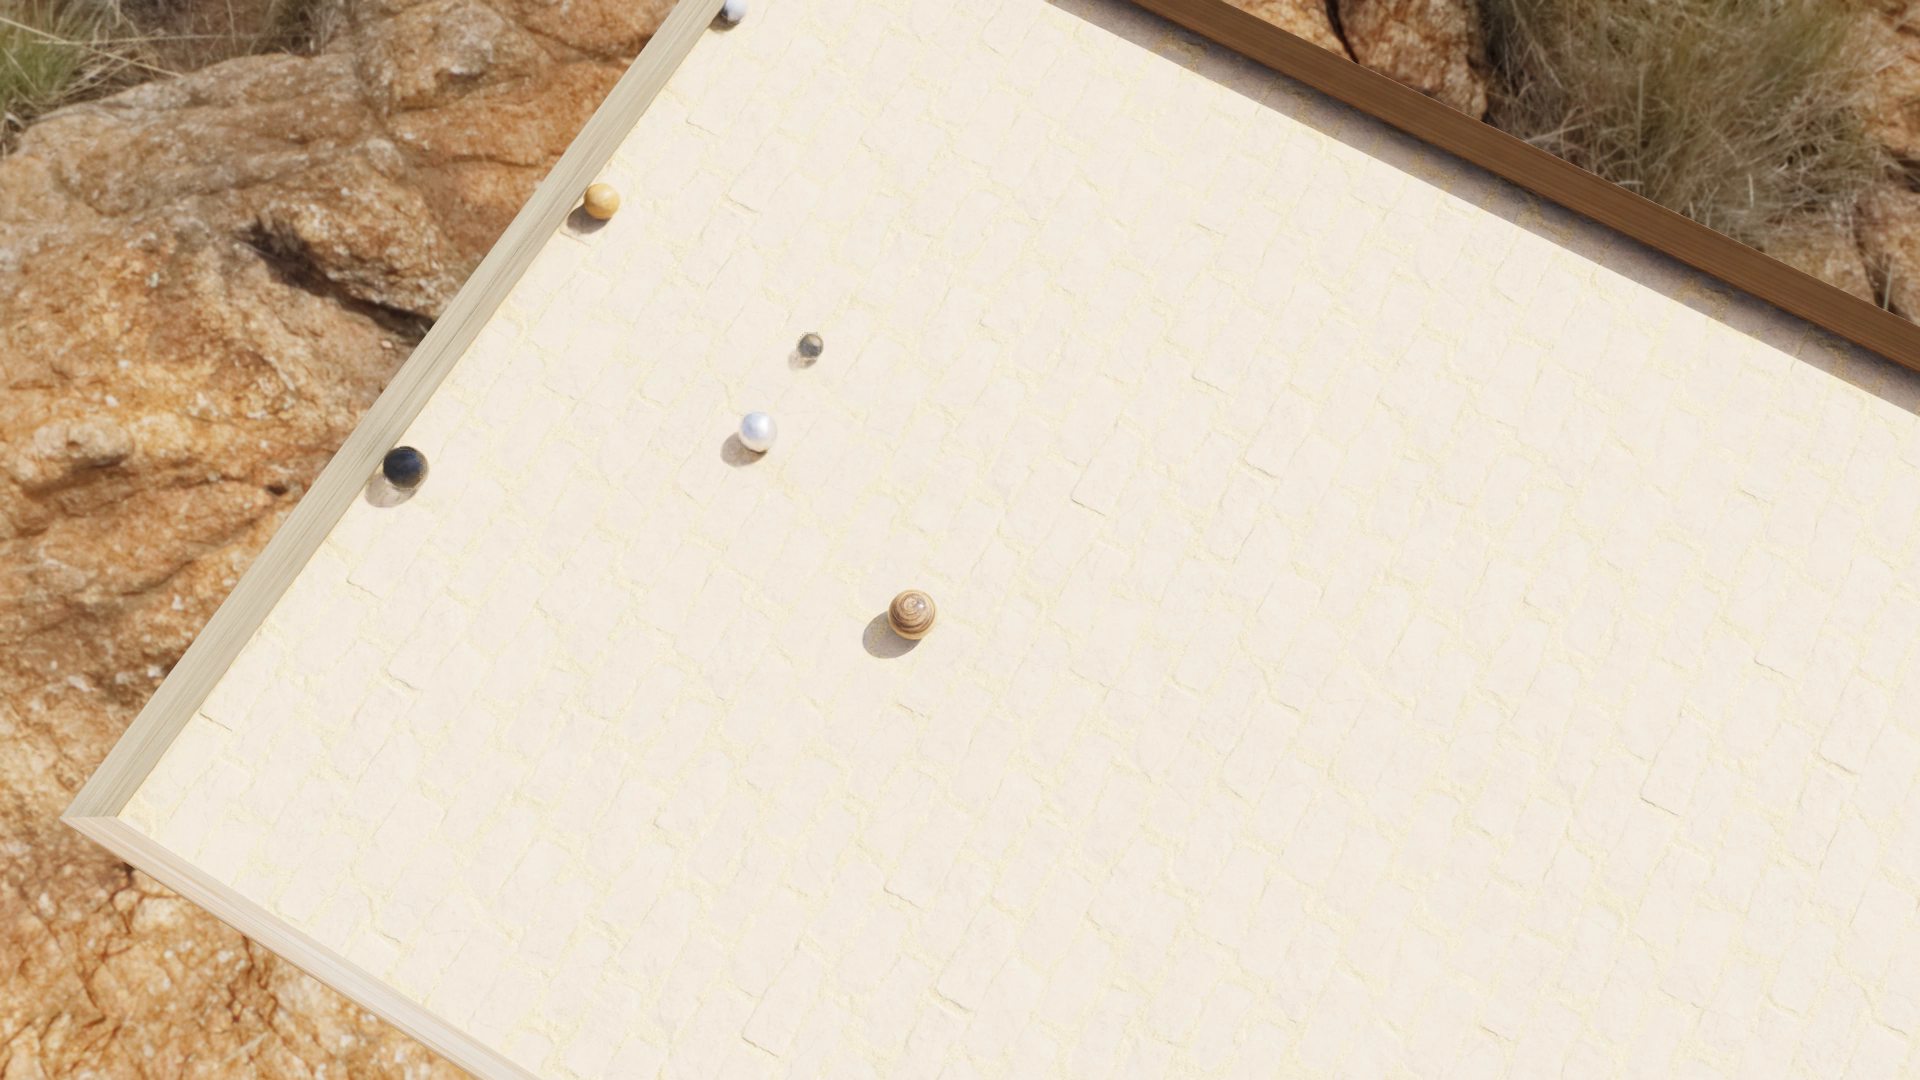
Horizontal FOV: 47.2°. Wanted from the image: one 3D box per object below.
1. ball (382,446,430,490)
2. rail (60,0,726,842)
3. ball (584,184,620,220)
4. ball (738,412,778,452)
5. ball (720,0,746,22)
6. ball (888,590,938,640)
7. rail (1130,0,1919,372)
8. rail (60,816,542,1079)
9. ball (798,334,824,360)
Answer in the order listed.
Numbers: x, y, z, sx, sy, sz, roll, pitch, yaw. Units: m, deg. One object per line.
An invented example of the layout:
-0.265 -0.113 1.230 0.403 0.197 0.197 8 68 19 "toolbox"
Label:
-0.895 -0.116 3.553 0.073 0.073 0.073 0 67 0 "ball"
-0.773 -0.421 3.663 0.045 0.103 2.166 28 70 11 "rail"
-0.612 -0.578 3.752 0.062 0.062 0.062 0 67 0 "ball"
-0.328 -0.177 3.583 0.065 0.065 0.065 0 67 0 "ball"
-0.403 -0.945 3.915 0.045 0.045 0.045 0 67 0 "ball"
-0.074 0.117 3.452 0.080 0.080 0.080 0 67 0 "ball"
1.324 -0.431 3.667 3.665 0.103 0.045 28 70 11 "rail"
0.262 1.261 2.959 3.665 0.103 0.045 28 70 11 "rail"
-0.247 -0.321 3.654 0.044 0.044 0.044 0 67 0 "ball"
